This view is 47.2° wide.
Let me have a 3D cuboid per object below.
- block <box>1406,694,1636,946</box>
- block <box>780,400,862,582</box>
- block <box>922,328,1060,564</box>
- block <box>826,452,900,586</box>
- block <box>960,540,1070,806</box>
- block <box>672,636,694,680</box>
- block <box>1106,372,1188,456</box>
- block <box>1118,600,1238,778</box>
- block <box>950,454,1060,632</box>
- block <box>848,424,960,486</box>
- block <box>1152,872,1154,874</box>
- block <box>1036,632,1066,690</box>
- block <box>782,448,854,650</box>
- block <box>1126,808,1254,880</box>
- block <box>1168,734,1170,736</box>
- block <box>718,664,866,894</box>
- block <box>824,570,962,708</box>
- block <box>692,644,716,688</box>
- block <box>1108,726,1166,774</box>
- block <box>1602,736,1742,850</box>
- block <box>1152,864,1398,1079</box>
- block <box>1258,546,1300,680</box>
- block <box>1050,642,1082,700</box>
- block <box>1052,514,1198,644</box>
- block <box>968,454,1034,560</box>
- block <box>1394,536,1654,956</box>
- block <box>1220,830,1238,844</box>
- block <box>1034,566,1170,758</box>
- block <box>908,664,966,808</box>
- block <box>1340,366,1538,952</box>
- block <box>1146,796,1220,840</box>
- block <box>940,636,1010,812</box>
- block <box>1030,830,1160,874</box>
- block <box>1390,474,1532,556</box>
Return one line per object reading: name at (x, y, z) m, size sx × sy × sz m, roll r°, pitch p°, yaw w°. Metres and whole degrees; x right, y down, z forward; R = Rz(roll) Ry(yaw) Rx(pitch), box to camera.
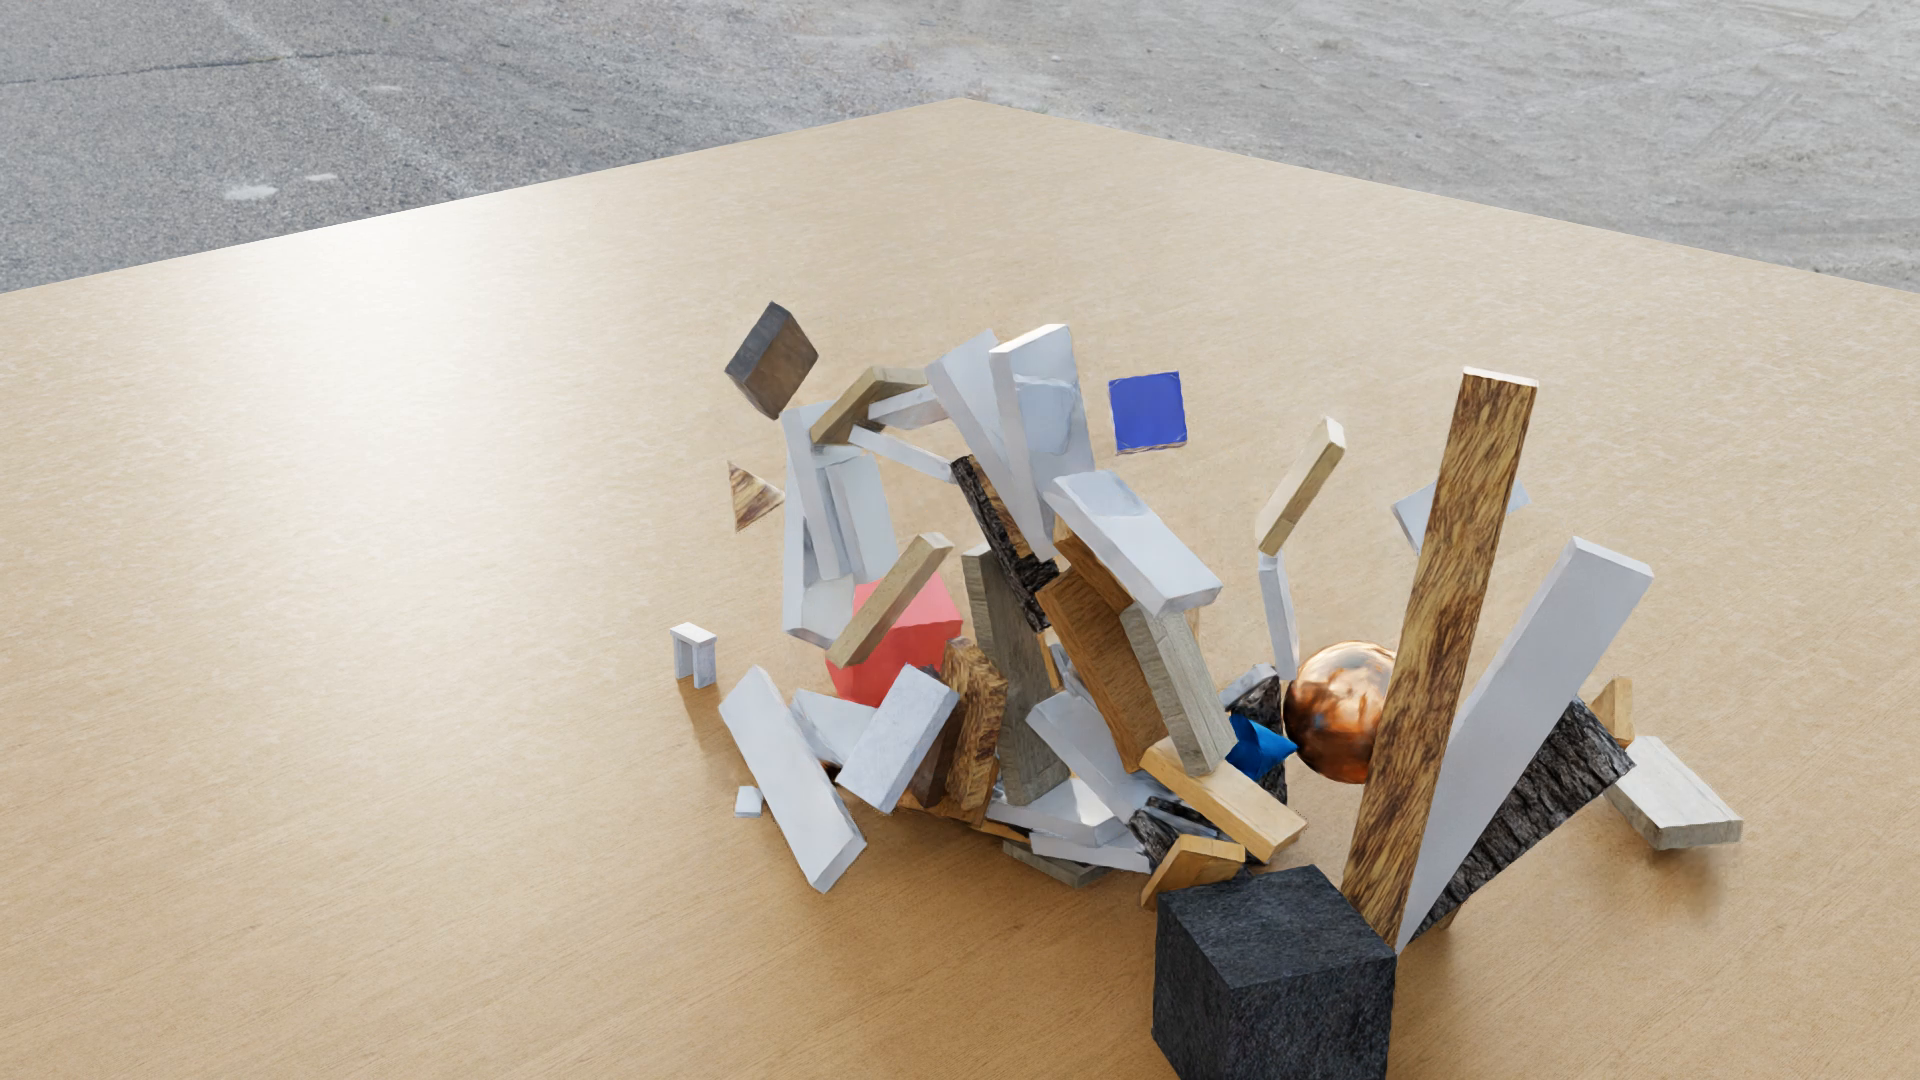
block at (0.917, 0.490, 3.853) m, size 0.049 × 0.601 × 0.174 m, roll -21°, pitch 67°, yaw -44°
block at (-0.250, -0.104, 4.401) m, size 0.049 × 0.344 × 0.172 m, roll -13°, pitch 3°, yaw 32°
block at (0.102, -0.176, 4.057) m, size 0.049 × 0.417 × 0.172 m, roll -29°, pitch 5°, yaw 42°
block at (-0.190, -0.043, 4.379) m, size 0.034 × 0.242 × 0.121 m, roll -9°, pitch 8°, yaw 35°
block at (0.108, 0.242, 4.158) m, size 0.042 × 0.504 × 0.149 m, roll 3°, pitch 21°, yaw 40°
block at (-0.627, 0.260, 5.014) m, size 0.015 × 0.104 × 0.052 m, roll 21°, pitch 31°, yaw 41°
block at (0.331, -0.224, 3.903) m, size 0.124 × 0.124 × 0.124 m, roll -7°, pitch -3°, yaw 2°
block at (0.377, 0.240, 3.774) m, size 0.043 × 0.305 × 0.153 m, roll -21°, pitch 5°, yaw 29°
block at (0.102, -0.003, 4.076) m, size 0.106 × 0.349 × 0.030 m, roll -18°, pitch -12°, yaw -45°
block at (-0.085, -0.159, 4.241) m, size 0.242 × 0.034 × 0.121 m, roll 23°, pitch 5°, yaw 29°
block at (0.381, 0.607, 4.155) m, size 0.035 × 0.124 × 0.276 m, roll -35°, pitch 34°, yaw -8°
block at (0.177, 0.226, 4.091) m, size 0.015 × 0.107 × 0.054 m, roll -24°, pitch -18°, yaw 27°
block at (-0.285, 0.017, 4.482) m, size 0.049 × 0.394 × 0.172 m, roll -13°, pitch -24°, yaw 31°
block at (0.427, 0.570, 3.858) m, size 0.274 × 0.039 × 0.137 m, roll 31°, pitch 8°, yaw -30°
block at (0.424, 0.415, 4.207) m, size 0.028 × 0.098 × 0.310 m, roll -18°, pitch -18°, yaw 1°
block at (-0.352, 0.470, 4.480) m, size 0.036 × 0.127 × 0.744 m, roll 37°, pitch 6°, yaw -30°
block at (-0.151, 0.224, 4.876) m, size 0.242 × 0.242 × 0.242 m, roll -7°, pitch 33°, yaw -15°
block at (-0.578, 0.279, 4.969) m, size 0.015 × 0.104 × 0.052 m, roll 21°, pitch 31°, yaw 41°
block at (0.313, 0.310, 4.048) m, size 0.113 × 0.227 × 0.032 m, roll -10°, pitch -14°, yaw -48°
block at (1.382, 0.499, 4.373) m, size 0.174 × 0.049 × 0.348 m, roll -4°, pitch 23°, yaw -11°
block at (0.509, 0.753, 3.616) m, size 0.287 × 0.287 × 0.287 m, roll -7°, pitch 24°, yaw -17°
block at (0.543, 0.116, 3.741) m, size 0.031 × 0.222 × 0.111 m, roll -7°, pitch 29°, yaw 15°
block at (0.204, 0.240, 4.092) m, size 0.015 × 0.107 × 0.054 m, roll -24°, pitch -5°, yaw 29°
block at (0.301, 0.068, 3.932) m, size 0.043 × 0.394 × 0.153 m, roll -26°, pitch 36°, yaw 28°
block at (0.106, -0.076, 4.078) m, size 0.106 × 0.212 × 0.030 m, roll -19°, pitch -11°, yaw -47°
block at (0.854, 0.391, 3.683) m, size 0.137 × 0.924 × 0.039 m, roll 21°, pitch 29°, yaw -9°
block at (0.512, 0.555, 4.222) m, size 0.023 × 0.166 × 0.083 m, roll -12°, pitch 66°, yaw -19°
block at (0.286, 0.200, 3.969) m, size 0.172 × 0.345 × 0.049 m, roll -35°, pitch 10°, yaw -37°
block at (-0.061, 0.373, 4.156) m, size 0.036 × 0.255 × 0.127 m, roll -13°, pitch 46°, yaw -31°
block at (0.744, 0.281, 3.575) m, size 0.111 × 1.185 × 0.031 m, roll 12°, pitch 26°, yaw 9°
block at (0.402, 0.526, 3.981) m, size 0.166 × 0.083 × 0.023 m, roll 22°, pitch -25°, yaw -33°
block at (0.009, 0.343, 4.110) m, size 0.042 × 0.299 × 0.149 m, roll -13°, pitch 40°, yaw -32°
block at (0.286, 0.553, 4.090) m, size 0.292 × 0.041 × 0.146 m, roll 2°, pitch 20°, yaw 45°
block at (0.997, -0.072, 4.380) m, size 0.248 × 0.124 × 0.035 m, roll -27°, pitch -3°, yaw -5°
